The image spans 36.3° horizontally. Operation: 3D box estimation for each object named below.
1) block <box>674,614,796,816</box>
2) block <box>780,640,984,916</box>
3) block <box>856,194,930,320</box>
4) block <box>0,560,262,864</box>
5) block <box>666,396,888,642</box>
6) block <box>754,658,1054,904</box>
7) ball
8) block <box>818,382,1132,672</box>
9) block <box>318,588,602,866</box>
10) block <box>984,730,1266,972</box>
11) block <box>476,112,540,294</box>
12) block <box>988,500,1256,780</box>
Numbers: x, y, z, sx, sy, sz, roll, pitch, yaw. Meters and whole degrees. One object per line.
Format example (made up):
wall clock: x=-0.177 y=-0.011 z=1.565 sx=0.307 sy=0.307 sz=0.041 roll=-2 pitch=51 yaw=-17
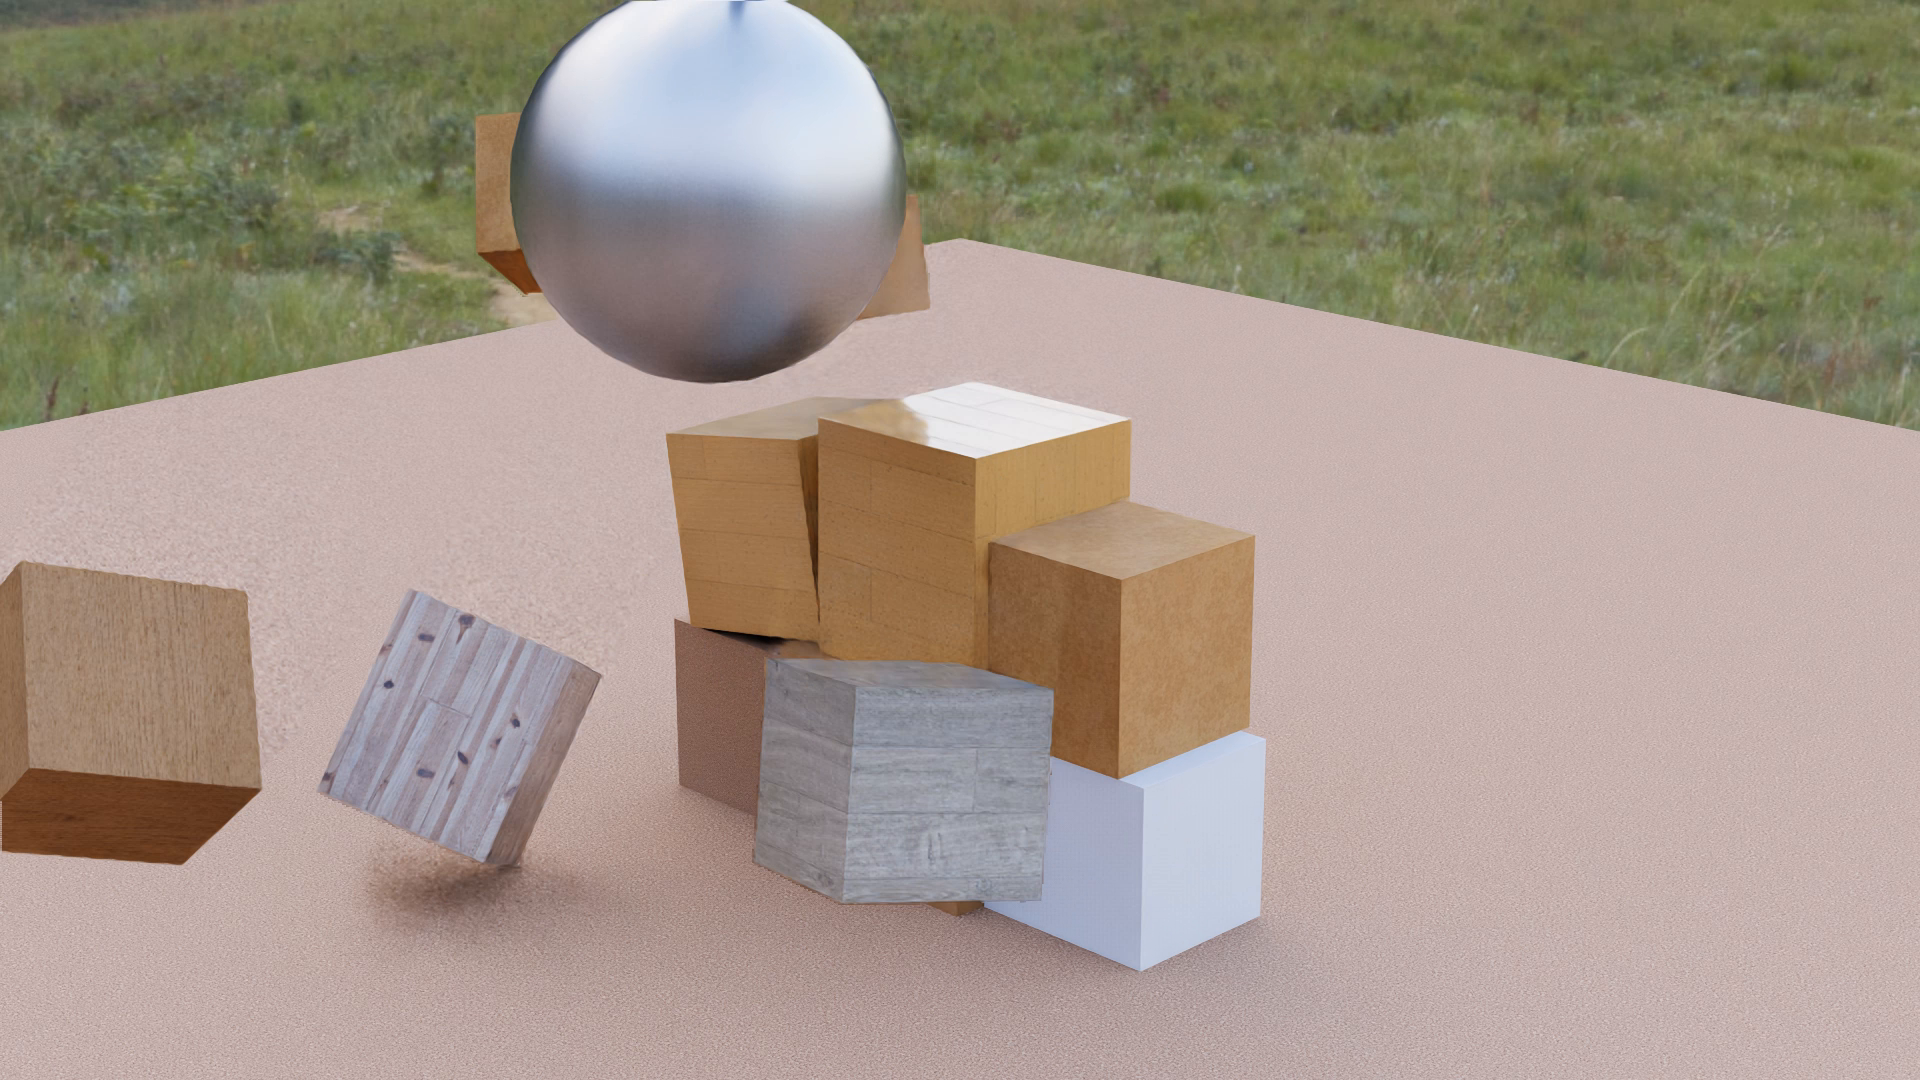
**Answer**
block: x=-0.757 y=0.797 z=14.362 sx=0.884 sy=0.868 sz=0.903 roll=-17 pitch=24 yaw=-42
block: x=-0.019 y=0.960 z=13.645 sx=1.142 sy=0.987 sz=1.155 roll=-17 pitch=24 yaw=-42
block: x=-0.542 y=-1.348 z=14.074 sx=0.527 sy=0.548 sz=0.598 roll=-11 pitch=10 yaw=-27
block: x=-3.540 y=0.732 z=12.125 sx=0.967 sy=0.910 sz=0.806 roll=10 pitch=-33 yaw=-36
block: x=-0.682 y=-0.122 z=14.030 sx=0.935 sy=0.948 sz=0.962 roll=5 pitch=16 yaw=45
block: x=-0.231 y=0.931 z=11.528 sx=0.831 sy=0.816 sz=0.904 roll=2 pitch=3 yaw=-26
ball: x=-1.011 y=-1.430 z=11.832 sx=1.600 sy=1.600 sz=1.600 roll=0 pitch=17 yaw=0
block: x=0.061 y=-0.016 z=13.244 sx=0.984 sy=1.103 sz=0.996 roll=16 pitch=23 yaw=42
block: x=-2.230 y=0.857 z=13.192 sx=0.800 sy=0.961 sz=0.871 roll=23 pitch=-6 yaw=4
block: x=0.721 y=1.255 z=12.951 sx=0.800 sy=0.840 sz=0.933 roll=-17 pitch=24 yaw=-42
block: x=-1.713 y=-1.534 z=13.253 sx=0.751 sy=0.628 sz=0.723 roll=-3 pitch=-10 yaw=8
block: x=0.700 y=0.414 z=12.750 sx=0.761 sy=0.885 sz=0.867 roll=16 pitch=24 yaw=42
